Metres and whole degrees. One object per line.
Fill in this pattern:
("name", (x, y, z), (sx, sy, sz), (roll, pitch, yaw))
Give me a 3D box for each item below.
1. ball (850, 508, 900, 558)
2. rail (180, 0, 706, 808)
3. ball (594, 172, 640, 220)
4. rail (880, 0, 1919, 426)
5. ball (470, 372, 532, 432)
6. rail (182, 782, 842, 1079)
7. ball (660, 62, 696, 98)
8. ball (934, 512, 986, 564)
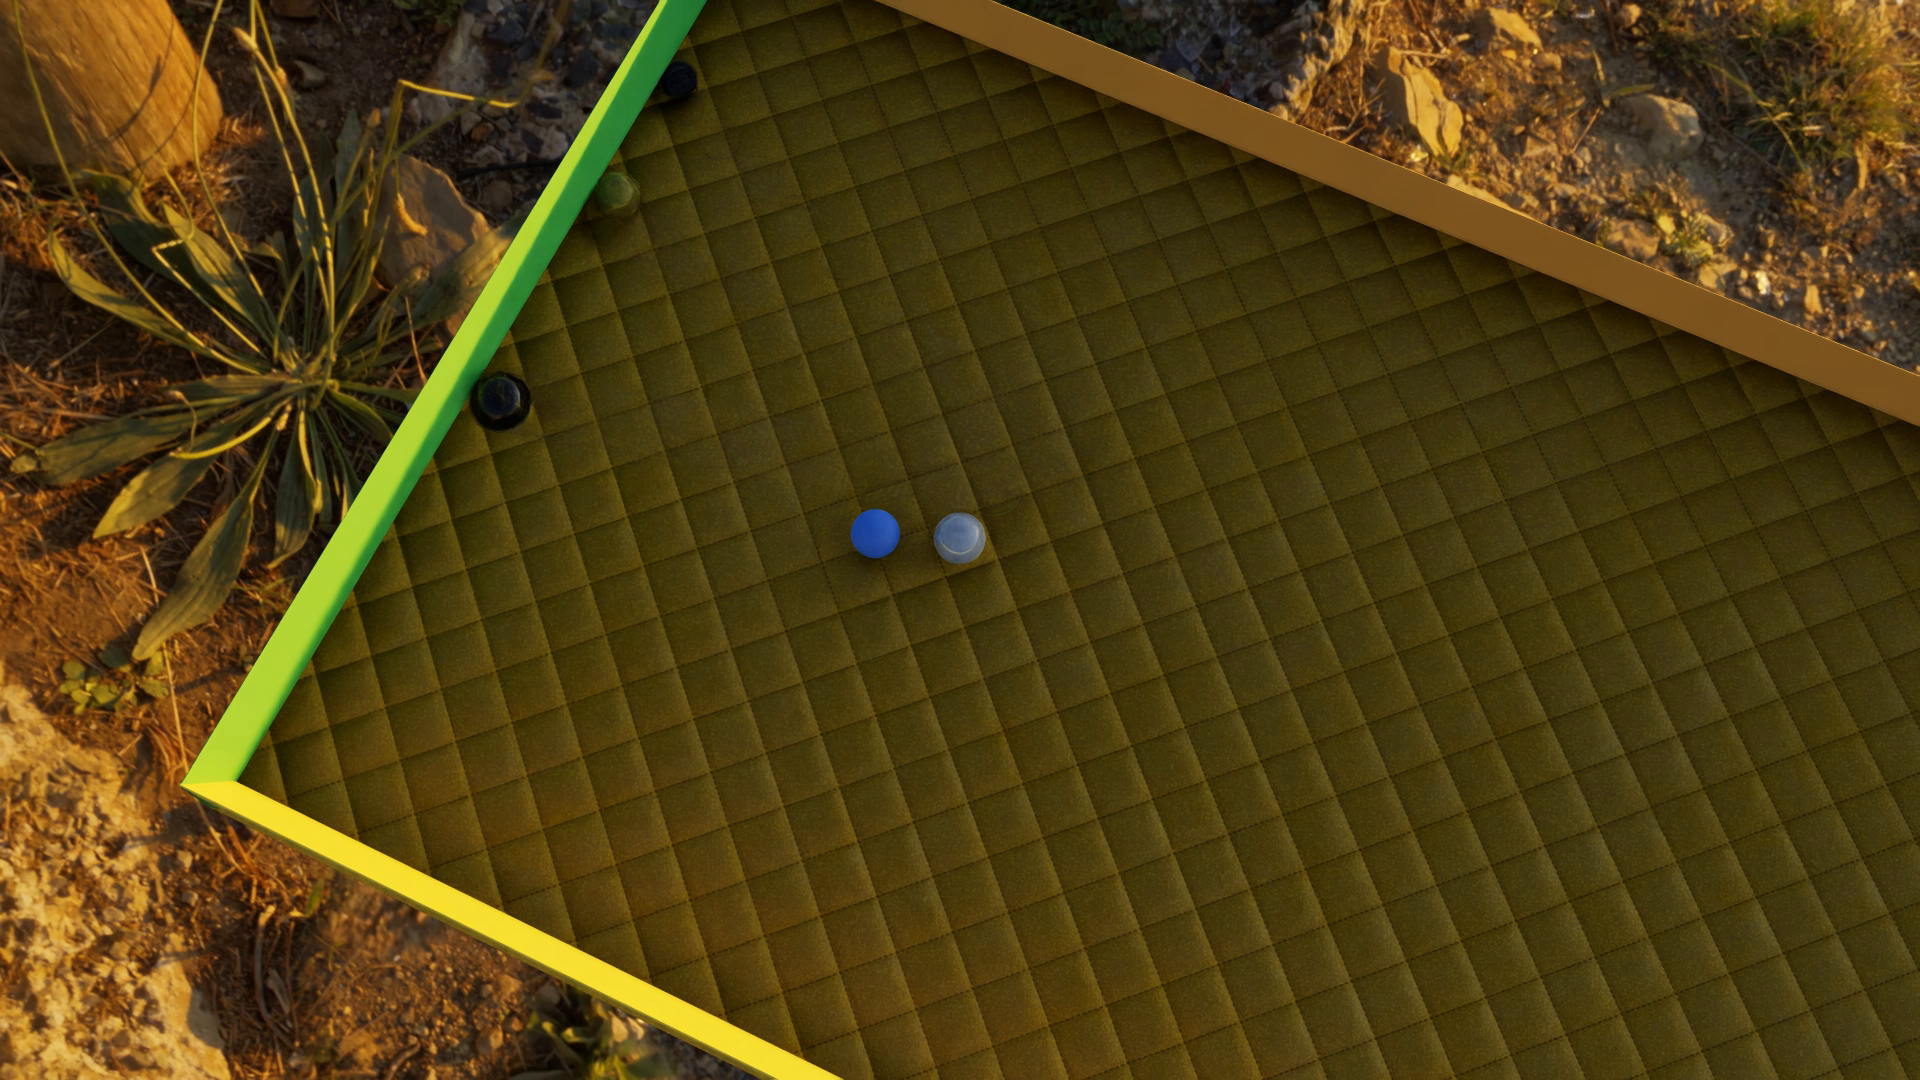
("ball", (-0.133, -0.010, 3.445), (0.078, 0.078, 0.078), (0, 70, 0))
("rail", (-0.750, -0.343, 3.541), (0.045, 0.124, 1.730), (24, 72, 9))
("ball", (-0.570, -0.570, 3.651), (0.077, 0.077, 0.077), (0, 70, 0))
("rail", (1.133, -0.377, 3.554), (3.418, 0.124, 0.045), (24, 72, 9))
("ball", (-0.733, -0.221, 3.513), (0.096, 0.096, 0.096), (0, 70, 0))
("rail", (0.411, 1.049, 3.030), (3.418, 0.124, 0.045), (24, 72, 9))
("ball", (-0.479, -0.781, 3.737), (0.062, 0.062, 0.062), (0, 70, 0))
("ball", (-0.001, -0.003, 3.440), (0.082, 0.082, 0.082), (0, 70, 0))
